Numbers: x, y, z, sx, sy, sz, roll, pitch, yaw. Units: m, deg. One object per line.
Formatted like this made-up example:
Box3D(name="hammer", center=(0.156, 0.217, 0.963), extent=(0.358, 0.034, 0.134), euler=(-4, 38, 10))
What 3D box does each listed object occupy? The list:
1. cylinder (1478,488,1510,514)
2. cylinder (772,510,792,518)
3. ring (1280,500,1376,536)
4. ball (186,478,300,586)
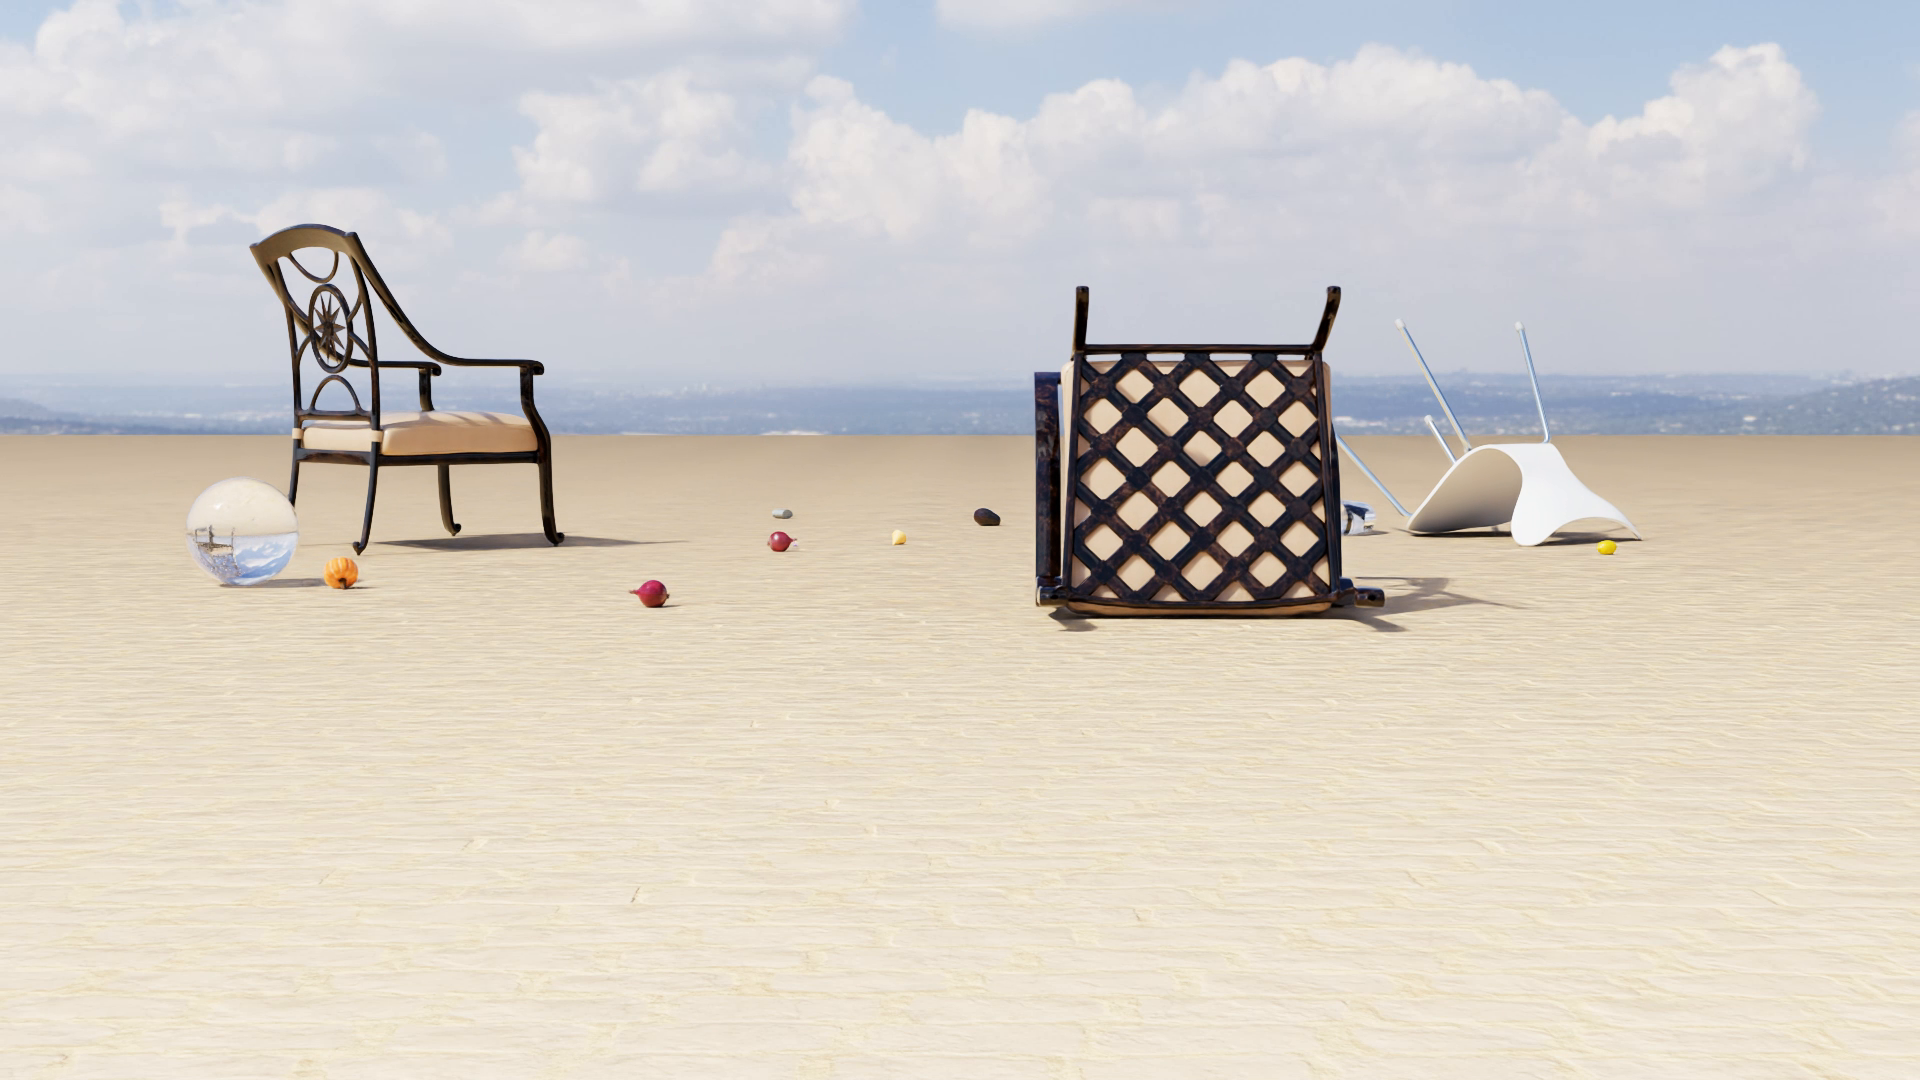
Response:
Box3D(name="cylinder", center=(1.922, -0.141, 7.912), extent=(0.077, 0.094, 0.084), euler=(-2, -2, -30))
Box3D(name="cylinder", center=(-0.617, -0.091, 7.640), extent=(0.047, 0.031, 0.056), euler=(3, 2, 35))
Box3D(name="ring", center=(1.147, -0.071, 6.860), extent=(0.299, 0.101, 0.381), euler=(2, 3, 14))
Box3D(name="ball", center=(-1.639, -0.020, 5.024), extent=(0.248, 0.248, 0.248), euler=(0, 4, 0))
